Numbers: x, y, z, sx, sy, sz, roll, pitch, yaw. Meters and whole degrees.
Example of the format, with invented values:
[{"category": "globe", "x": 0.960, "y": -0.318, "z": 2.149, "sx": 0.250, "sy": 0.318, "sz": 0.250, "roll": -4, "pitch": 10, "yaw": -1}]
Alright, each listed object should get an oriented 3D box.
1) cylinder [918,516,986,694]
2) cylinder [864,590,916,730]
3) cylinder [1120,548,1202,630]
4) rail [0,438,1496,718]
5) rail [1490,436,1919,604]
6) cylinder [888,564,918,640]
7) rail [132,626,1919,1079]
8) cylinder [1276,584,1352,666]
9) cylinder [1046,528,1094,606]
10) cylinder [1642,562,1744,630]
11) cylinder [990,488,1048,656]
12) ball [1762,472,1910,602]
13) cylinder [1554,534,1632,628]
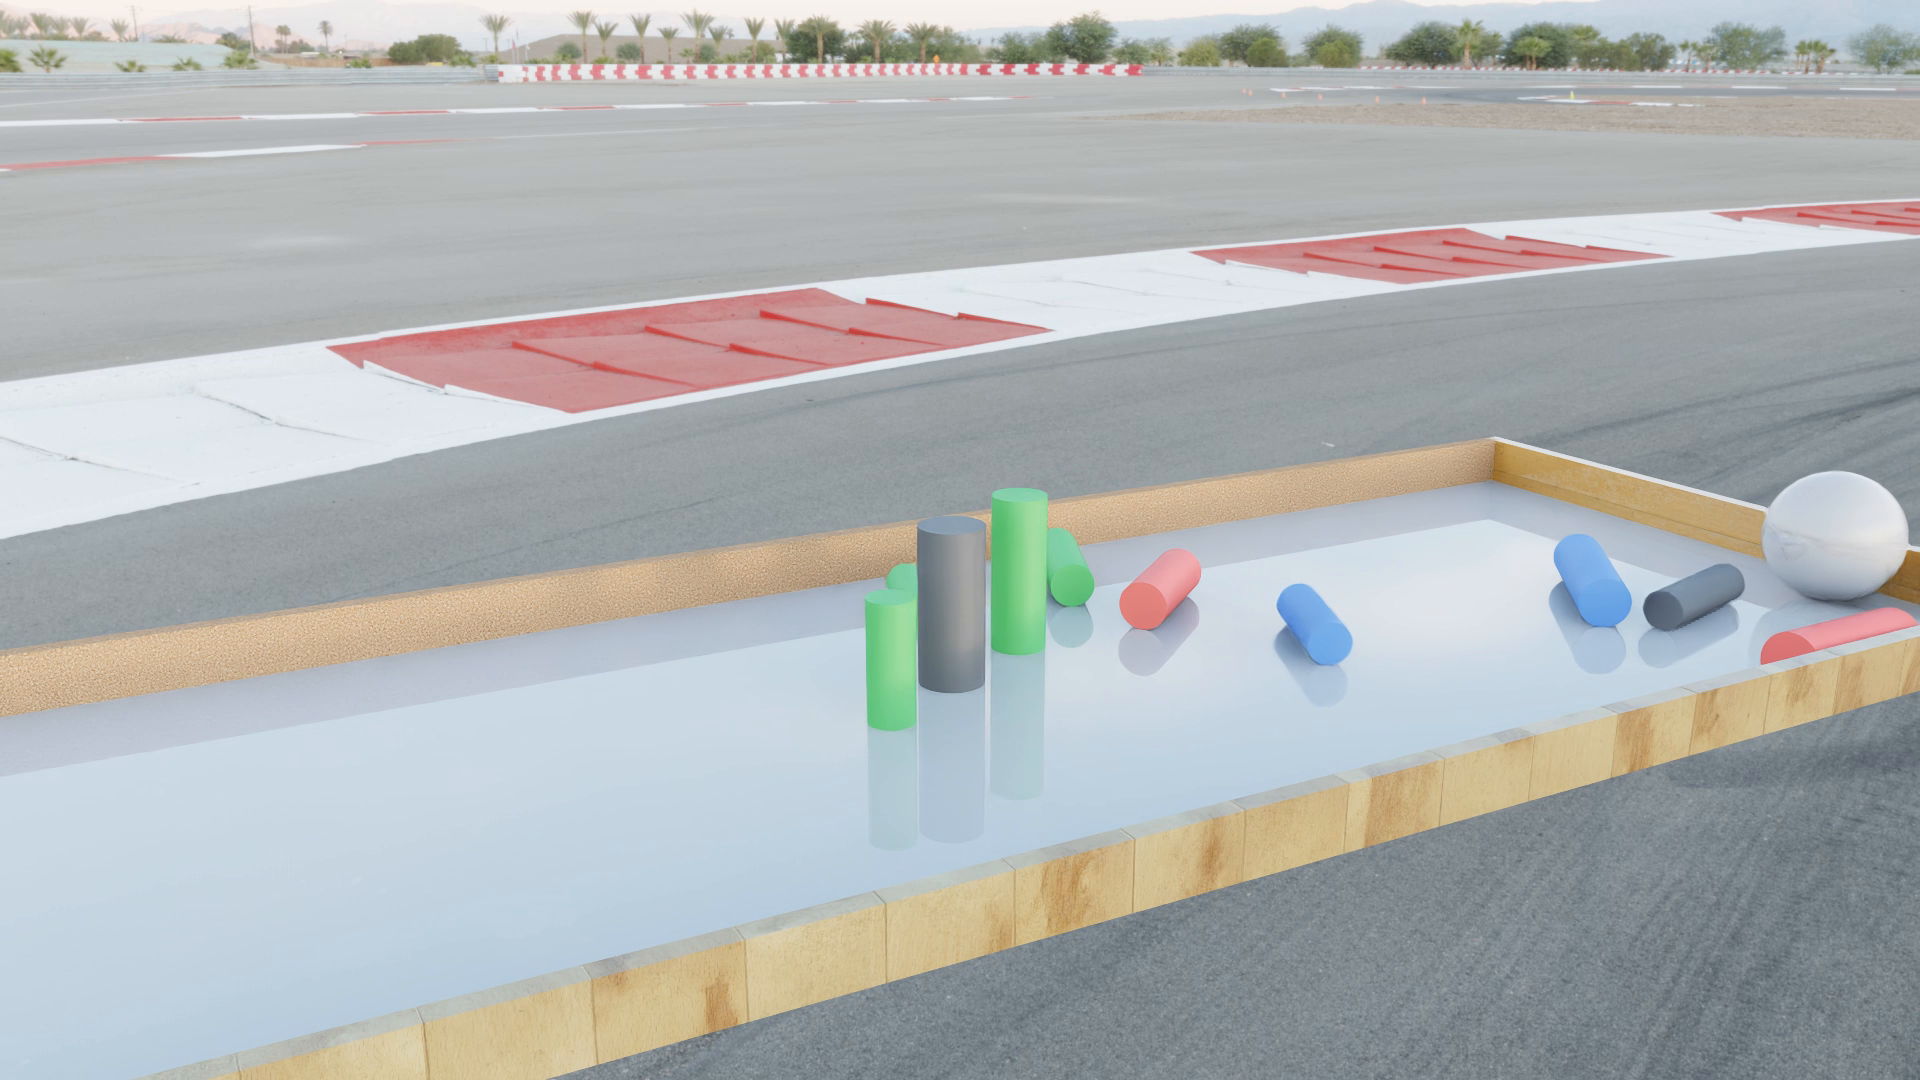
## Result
[{"category": "cylinder", "x": -0.021, "y": 0.159, "z": 4.092, "sx": 0.169, "sy": 0.408, "sz": 0.169, "roll": 0, "pitch": 16, "yaw": 0}, {"category": "cylinder", "x": -0.161, "y": 0.280, "z": 3.855, "sx": 0.118, "sy": 0.309, "sz": 0.118, "roll": 0, "pitch": 16, "yaw": 0}, {"category": "cylinder", "x": 0.569, "y": 0.135, "z": 4.656, "sx": 0.136, "sy": 0.136, "sz": 0.352, "roll": 7, "pitch": 18, "yaw": 22}, {"category": "rail", "x": -3.305, "y": 0.497, "z": 3.399, "sx": 12.000, "sy": 0.150, "sz": 0.050, "roll": -9, "pitch": 18, "yaw": -27}, {"category": "rail", "x": 2.466, "y": -0.048, "z": 5.253, "sx": 0.050, "sy": 0.150, "sz": 2.100, "roll": -9, "pitch": 18, "yaw": -27}, {"category": "cylinder", "x": -0.128, "y": 0.168, "z": 4.586, "sx": 0.109, "sy": 0.109, "sz": 0.354, "roll": -3, "pitch": 17, "yaw": -9}, {"category": "rail", "x": -2.336, "y": 1.006, "z": 1.665, "sx": 12.000, "sy": 0.150, "sz": 0.050, "roll": -9, "pitch": 18, "yaw": -27}, {"category": "cylinder", "x": 0.942, "y": 0.221, "z": 4.395, "sx": 0.117, "sy": 0.117, "sz": 0.328, "roll": -1, "pitch": 16, "yaw": -3}, {"category": "cylinder", "x": 0.308, "y": 0.076, "z": 4.872, "sx": 0.126, "sy": 0.126, "sz": 0.379, "roll": -1, "pitch": 16, "yaw": -4}, {"category": "cylinder", "x": 2.060, "y": 0.157, "z": 4.624, "sx": 0.382, "sy": 0.112, "sz": 0.112, "roll": -14, "pitch": 22, "yaw": -40}, {"category": "cylinder", "x": 0.155, "y": 0.082, "z": 4.338, "sx": 0.147, "sy": 0.416, "sz": 0.147, "roll": 0, "pitch": 16, "yaw": 0}, {"category": "ball", "x": 2.506, "y": -0.011, "z": 4.728, "sx": 0.374, "sy": 0.374, "sz": 0.374, "roll": 0, "pitch": 16, "yaw": 0}, {"category": "cylinder", "x": 1.809, "y": 0.110, "z": 4.731, "sx": 0.140, "sy": 0.140, "sz": 0.450, "roll": 3, "pitch": 17, "yaw": 10}]
